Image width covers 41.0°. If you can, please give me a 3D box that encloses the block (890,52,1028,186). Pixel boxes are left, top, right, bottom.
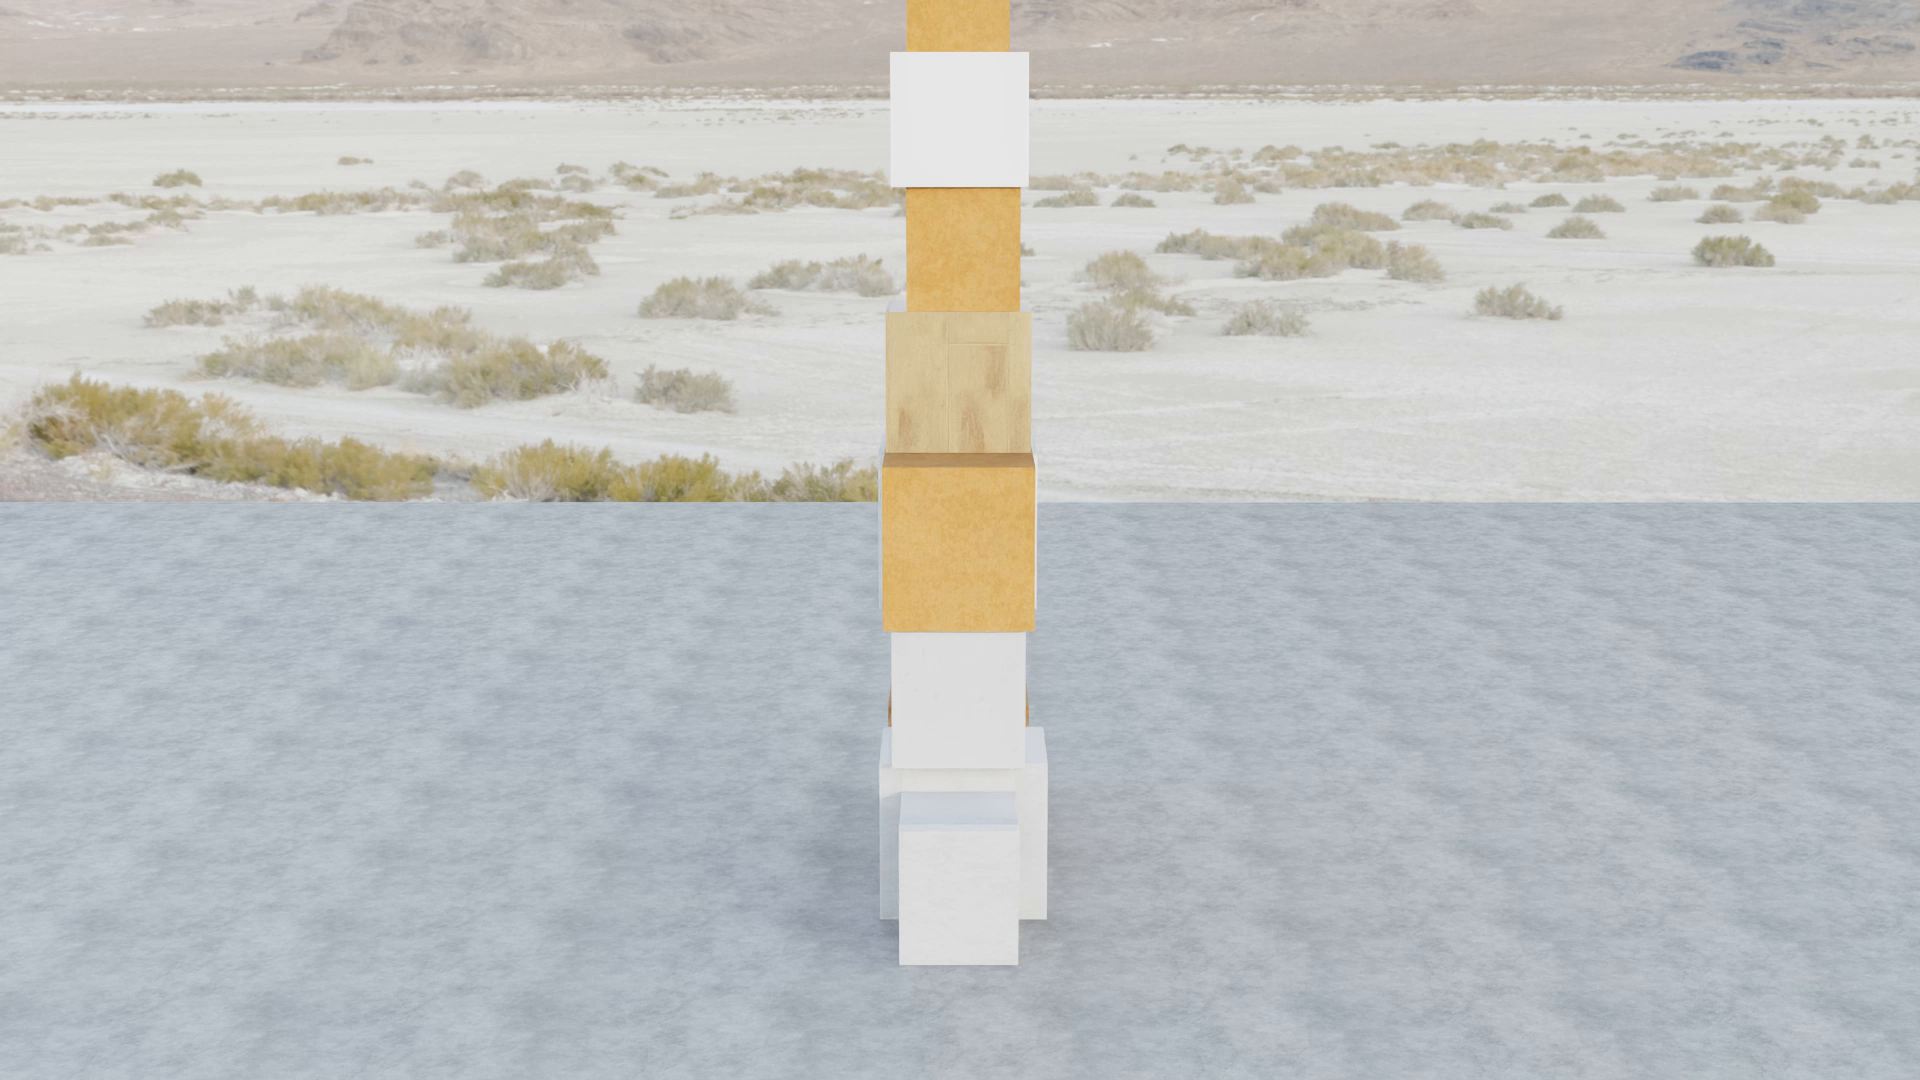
[{"bbox_3d":[-0.002,-1.783,10.867,0.570,0.549,0.574,0,10,0],"label":"block"}]

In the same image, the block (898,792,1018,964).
[{"bbox_3d":[-0.005,1.373,10.460,0.475,0.557,0.551,0,10,0],"label":"block"}]

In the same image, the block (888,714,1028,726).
[{"bbox_3d":[-0.008,1.149,11.672,0.641,0.563,0.654,0,10,0],"label":"block"}]

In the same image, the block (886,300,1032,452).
[{"bbox_3d":[-0.006,-0.711,11.056,0.612,0.595,0.576,0,10,0],"label":"block"}]

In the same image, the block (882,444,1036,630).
[{"bbox_3d":[-0.005,-0.025,10.833,0.623,0.679,0.737,0,10,0],"label":"block"}]

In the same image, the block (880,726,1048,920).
[{"bbox_3d":[0.014,1.208,11.030,0.701,0.677,0.609,0,10,0],"label":"block"}]

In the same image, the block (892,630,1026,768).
[{"bbox_3d":[-0.006,0.621,10.773,0.550,0.570,0.465,0,10,0],"label":"block"}]

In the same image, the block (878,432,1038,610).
[{"bbox_3d":[-0.010,-0.093,11.538,0.693,0.687,0.669,0,11,0],"label":"block"}]

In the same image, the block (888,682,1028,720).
[{"bbox_3d":[-0.007,1.017,12.302,0.656,0.598,0.615,0,10,0],"label":"block"}]

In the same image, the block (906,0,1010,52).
[{"bbox_3d":[-0.008,-2.257,10.784,0.424,0.414,0.453,0,10,0],"label":"block"}]

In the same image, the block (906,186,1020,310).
[{"bbox_3d":[0.014,-1.259,10.960,0.477,0.517,0.501,0,10,0],"label":"block"}]
